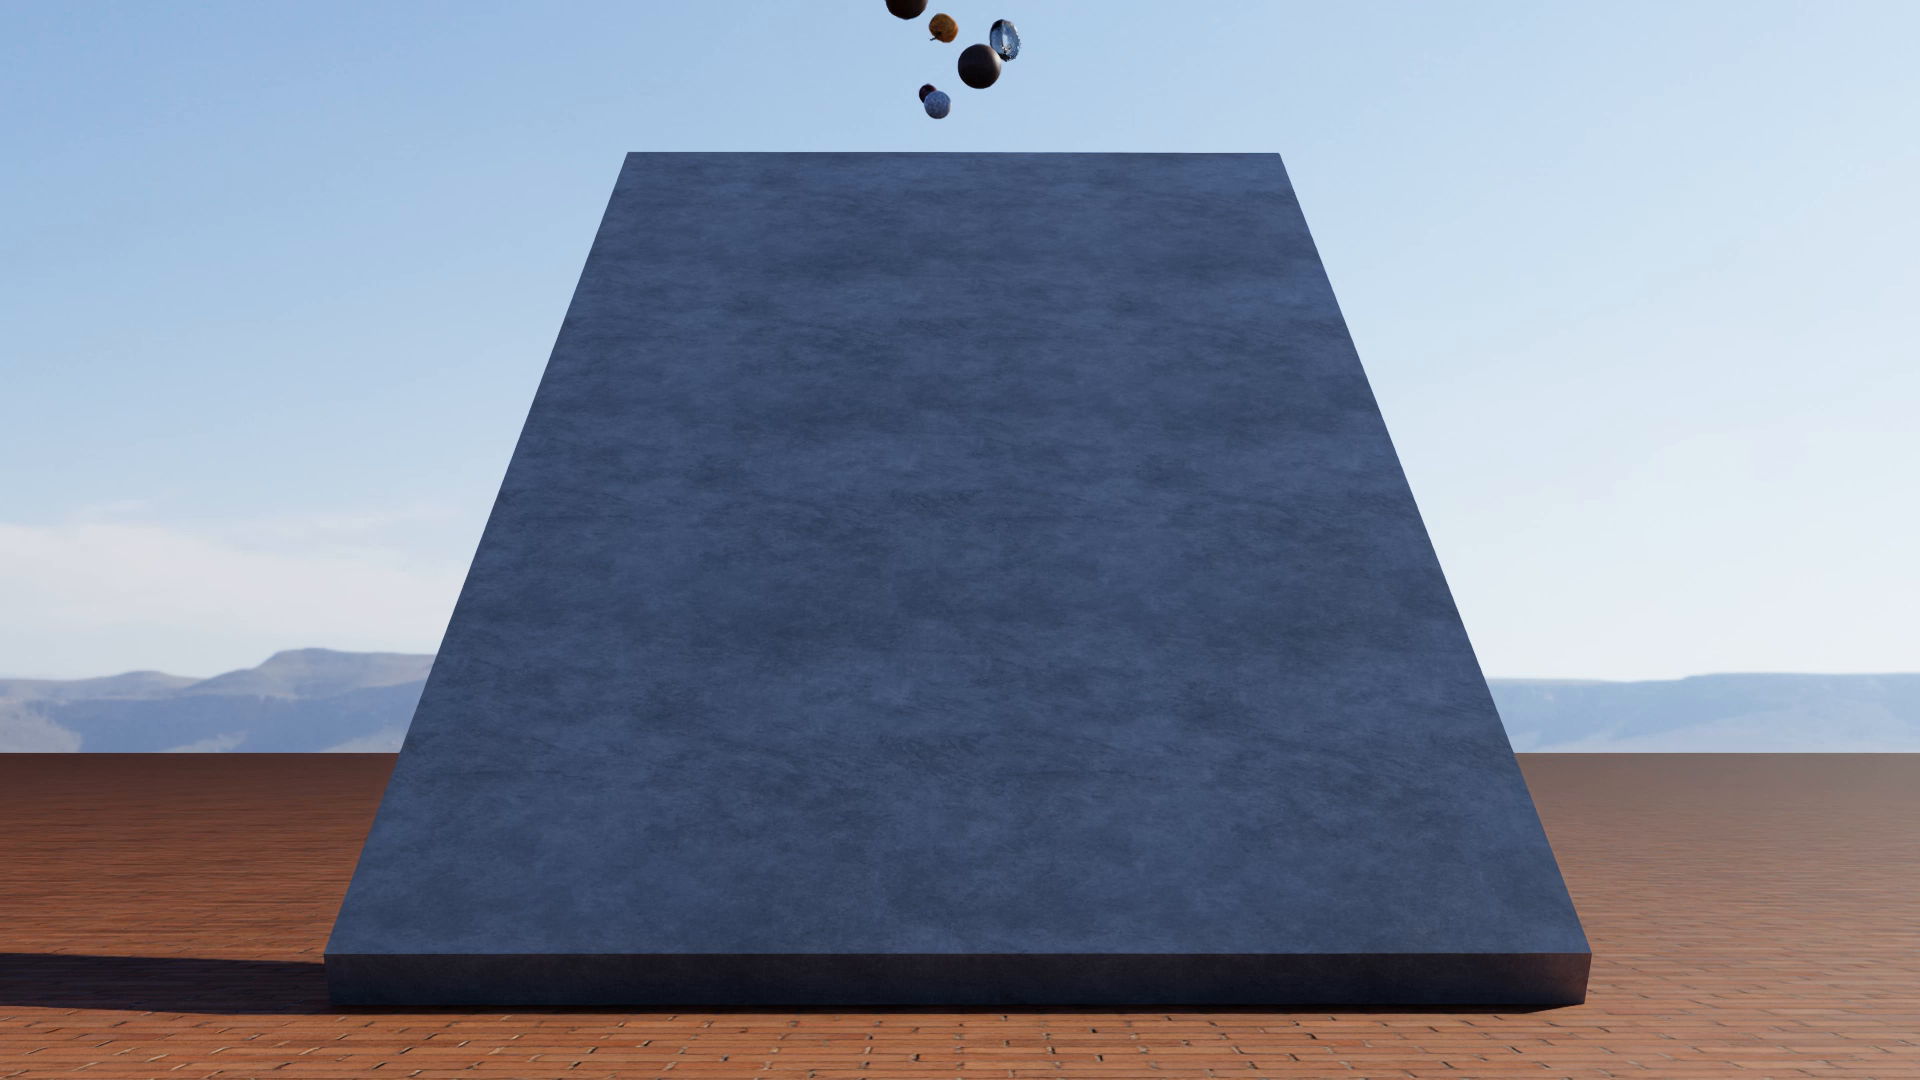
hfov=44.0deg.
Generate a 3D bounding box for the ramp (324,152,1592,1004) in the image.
[{"bbox_3d":[-0.011,-0.225,5.546,2.000,0.100,4.000,0,27,0],"label":"ramp"}]

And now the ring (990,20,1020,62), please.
[{"bbox_3d":[0.134,-1.490,7.090,0.042,0.125,0.125,-4,-6,40],"label":"ring"}]

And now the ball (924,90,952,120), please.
[{"bbox_3d":[-0.064,-1.260,6.886,0.082,0.082,0.082,0,-5,0],"label":"ball"}]
